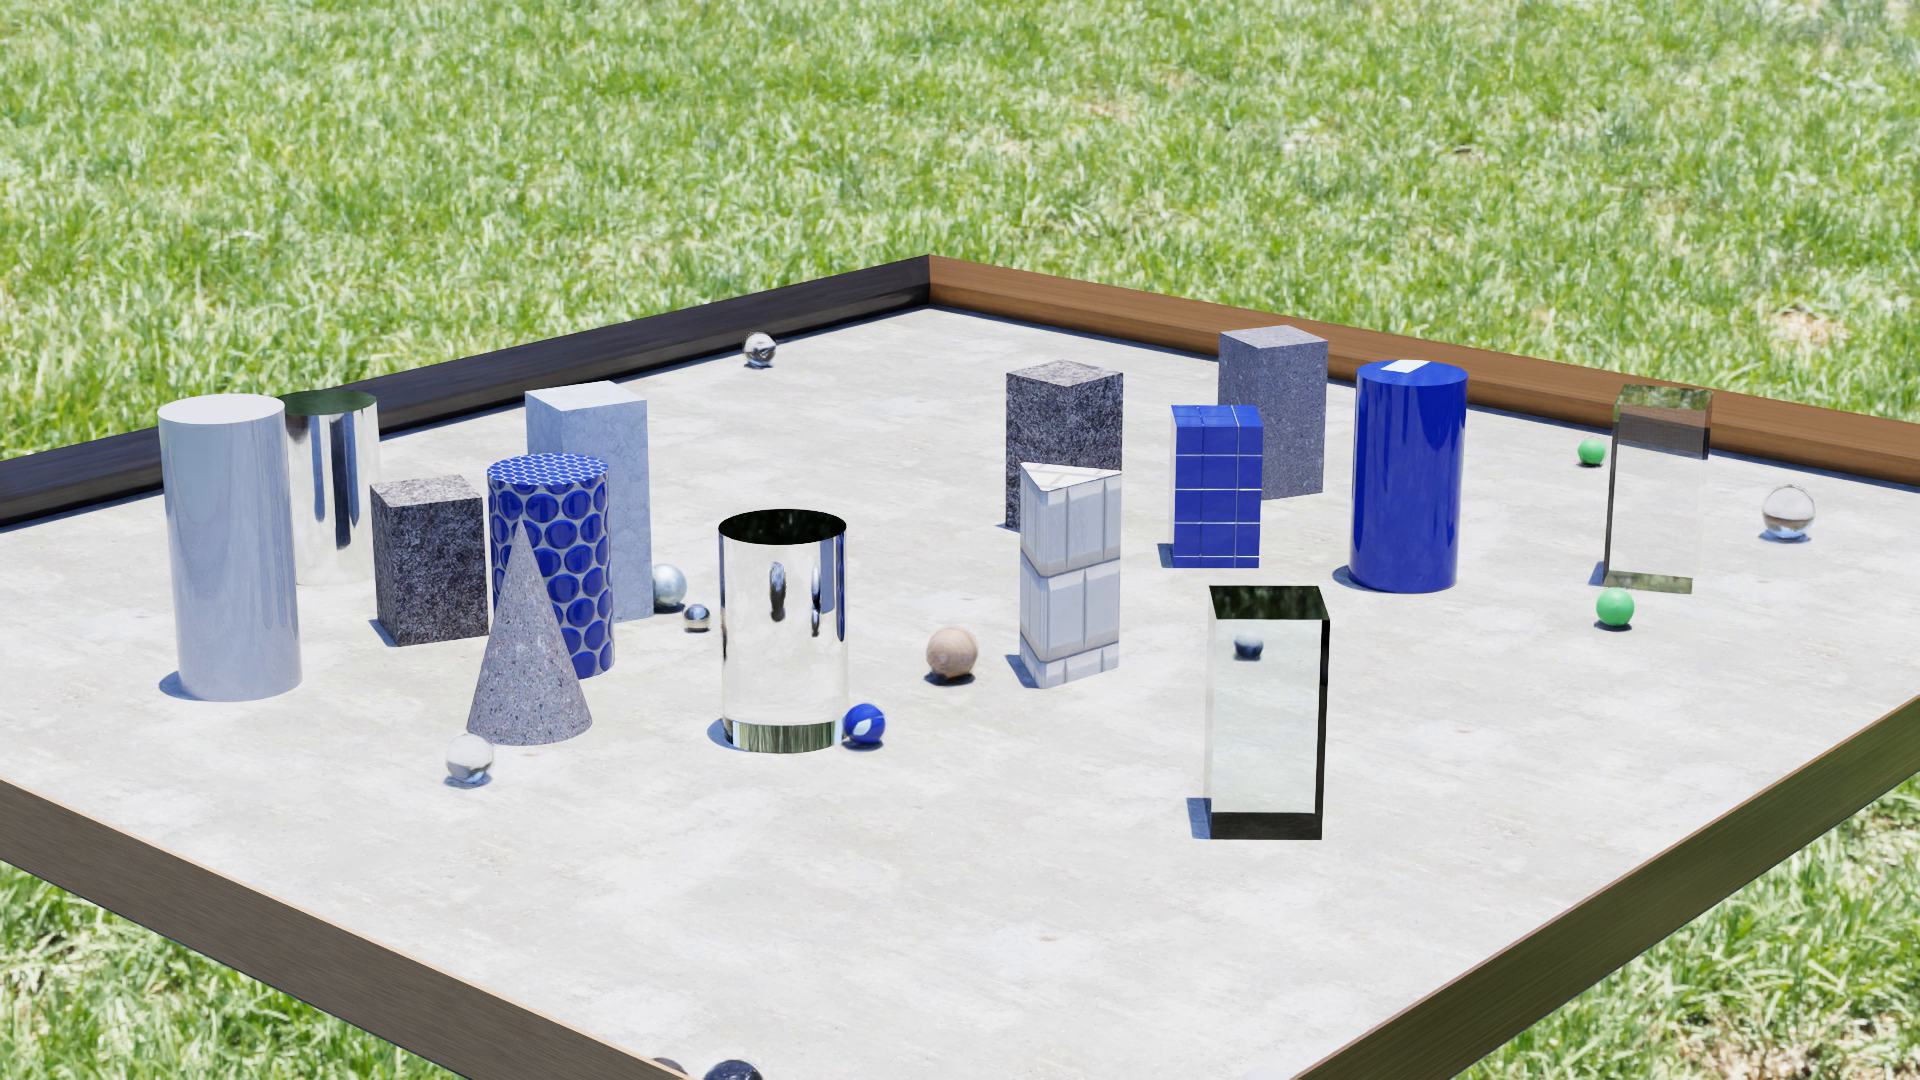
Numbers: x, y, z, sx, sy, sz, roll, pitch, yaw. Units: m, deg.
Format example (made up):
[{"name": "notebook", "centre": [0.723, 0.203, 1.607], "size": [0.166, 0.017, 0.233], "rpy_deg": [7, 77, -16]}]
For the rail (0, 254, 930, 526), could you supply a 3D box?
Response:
[{"name": "rail", "centre": [-1.213, -0.273, 6.129], "size": [0.045, 0.125, 3.515], "rpy_deg": [14, 22, 39]}]

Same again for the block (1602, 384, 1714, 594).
[{"name": "block", "centre": [1.231, -0.091, 5.174], "size": [0.154, 0.331, 0.154], "rpy_deg": [6, 18, 18]}]

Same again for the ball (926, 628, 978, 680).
[{"name": "ball", "centre": [-0.013, 0.182, 4.697], "size": [0.083, 0.083, 0.083], "rpy_deg": [0, 17, 0]}]

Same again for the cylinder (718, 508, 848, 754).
[{"name": "cylinder", "centre": [-0.265, 0.136, 4.429], "size": [0.193, 0.326, 0.193], "rpy_deg": [0, 17, 0]}]

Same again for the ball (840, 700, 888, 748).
[{"name": "ball", "centre": [-0.144, 0.278, 4.414], "size": [0.073, 0.073, 0.073], "rpy_deg": [0, 17, 0]}]

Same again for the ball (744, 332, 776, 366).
[{"name": "ball", "centre": [-0.462, -0.441, 6.773], "size": [0.076, 0.076, 0.076], "rpy_deg": [0, 17, 0]}]

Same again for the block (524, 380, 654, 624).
[{"name": "block", "centre": [-0.629, -0.059, 4.979], "size": [0.154, 0.383, 0.154], "rpy_deg": [-10, 19, -29]}]

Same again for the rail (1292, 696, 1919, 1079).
[{"name": "rail", "centre": [1.213, 0.336, 4.112], "size": [0.045, 0.125, 3.515], "rpy_deg": [14, 22, 39]}]

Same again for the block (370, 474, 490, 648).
[{"name": "block", "centre": [-0.890, 0.033, 4.918], "size": [0.154, 0.241, 0.154], "rpy_deg": [-7, 18, -22]}]

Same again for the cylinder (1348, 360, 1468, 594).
[{"name": "cylinder", "centre": [0.788, -0.112, 5.167], "size": [0.193, 0.375, 0.193], "rpy_deg": [0, 17, 0]}]

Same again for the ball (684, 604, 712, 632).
[{"name": "ball", "centre": [-0.442, 0.130, 4.933], "size": [0.046, 0.046, 0.046], "rpy_deg": [0, 17, 0]}]

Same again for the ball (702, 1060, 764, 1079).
[{"name": "ball", "centre": [-0.253, 0.618, 3.263], "size": [0.078, 0.078, 0.078], "rpy_deg": [0, 17, 0]}]

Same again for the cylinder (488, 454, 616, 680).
[{"name": "cylinder", "centre": [-0.659, 0.043, 4.733], "size": [0.193, 0.328, 0.193], "rpy_deg": [0, 17, 0]}]

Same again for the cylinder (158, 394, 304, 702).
[{"name": "cylinder", "centre": [-1.149, 0.011, 4.627], "size": [0.193, 0.451, 0.193], "rpy_deg": [0, 17, 0]}]

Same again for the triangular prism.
[{"name": "triangular prism", "centre": [0.148, 0.048, 4.717], "size": [0.167, 0.328, 0.145], "rpy_deg": [-14, 22, -39]}]

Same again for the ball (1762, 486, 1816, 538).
[{"name": "ball", "centre": [1.540, -0.052, 5.449], "size": [0.096, 0.096, 0.096], "rpy_deg": [0, 17, 0]}]

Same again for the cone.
[{"name": "cone", "centre": [-0.662, 0.122, 4.459], "size": [0.193, 0.336, 0.193], "rpy_deg": [0, 17, 0]}]

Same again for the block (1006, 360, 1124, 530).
[{"name": "block", "centre": [0.195, -0.168, 5.487], "size": [0.154, 0.298, 0.154], "rpy_deg": [16, 23, 43]}]

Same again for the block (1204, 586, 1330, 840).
[{"name": "block", "centre": [0.426, 0.240, 4.093], "size": [0.154, 0.322, 0.154], "rpy_deg": [0, 17, 1]}]

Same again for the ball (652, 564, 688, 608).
[{"name": "ball", "centre": [-0.508, 0.079, 5.046], "size": [0.079, 0.079, 0.079], "rpy_deg": [0, 17, 0]}]

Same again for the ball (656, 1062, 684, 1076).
[{"name": "ball", "centre": [-0.336, 0.615, 3.279], "size": [0.064, 0.064, 0.064], "rpy_deg": [0, 17, 0]}]

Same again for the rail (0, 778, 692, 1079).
[{"name": "rail", "centre": [-1.137, 0.410, 3.867], "size": [3.261, 0.125, 0.045], "rpy_deg": [14, 22, 39]}]

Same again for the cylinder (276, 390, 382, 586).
[{"name": "cylinder", "centre": [-1.128, -0.095, 5.222], "size": [0.193, 0.310, 0.193], "rpy_deg": [0, 17, 0]}]

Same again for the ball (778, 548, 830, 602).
[{"name": "ball", "centre": [-0.270, 0.061, 5.082], "size": [0.092, 0.092, 0.092], "rpy_deg": [0, 17, 0]}]

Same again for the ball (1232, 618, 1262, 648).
[{"name": "ball", "centre": [0.474, 0.154, 4.850], "size": [0.049, 0.049, 0.049], "rpy_deg": [0, 17, 0]}]

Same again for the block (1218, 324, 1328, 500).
[{"name": "block", "centre": [0.609, -0.249, 5.742], "size": [0.154, 0.306, 0.154], "rpy_deg": [-8, 18, -24]}]

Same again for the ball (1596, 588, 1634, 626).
[{"name": "ball", "centre": [1.107, 0.114, 4.954], "size": [0.065, 0.065, 0.065], "rpy_deg": [0, 17, 0]}]

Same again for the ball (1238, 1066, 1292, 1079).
[{"name": "ball", "centre": [0.339, 0.623, 3.243], "size": [0.080, 0.080, 0.080], "rpy_deg": [0, 17, 0]}]

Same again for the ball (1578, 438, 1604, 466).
[{"name": "ball", "centre": [1.280, -0.178, 5.942], "size": [0.054, 0.054, 0.054], "rpy_deg": [0, 17, 0]}]

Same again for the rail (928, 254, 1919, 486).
[{"name": "rail", "centre": [1.137, -0.347, 6.374], "size": [3.261, 0.125, 0.045], "rpy_deg": [14, 22, 39]}]

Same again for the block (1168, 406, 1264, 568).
[{"name": "block", "centre": [0.461, -0.097, 5.310], "size": [0.154, 0.264, 0.154], "rpy_deg": [0, 17, 0]}]

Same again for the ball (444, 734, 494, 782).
[{"name": "ball", "centre": [-0.715, 0.317, 4.272], "size": [0.070, 0.070, 0.070], "rpy_deg": [0, 17, 0]}]
